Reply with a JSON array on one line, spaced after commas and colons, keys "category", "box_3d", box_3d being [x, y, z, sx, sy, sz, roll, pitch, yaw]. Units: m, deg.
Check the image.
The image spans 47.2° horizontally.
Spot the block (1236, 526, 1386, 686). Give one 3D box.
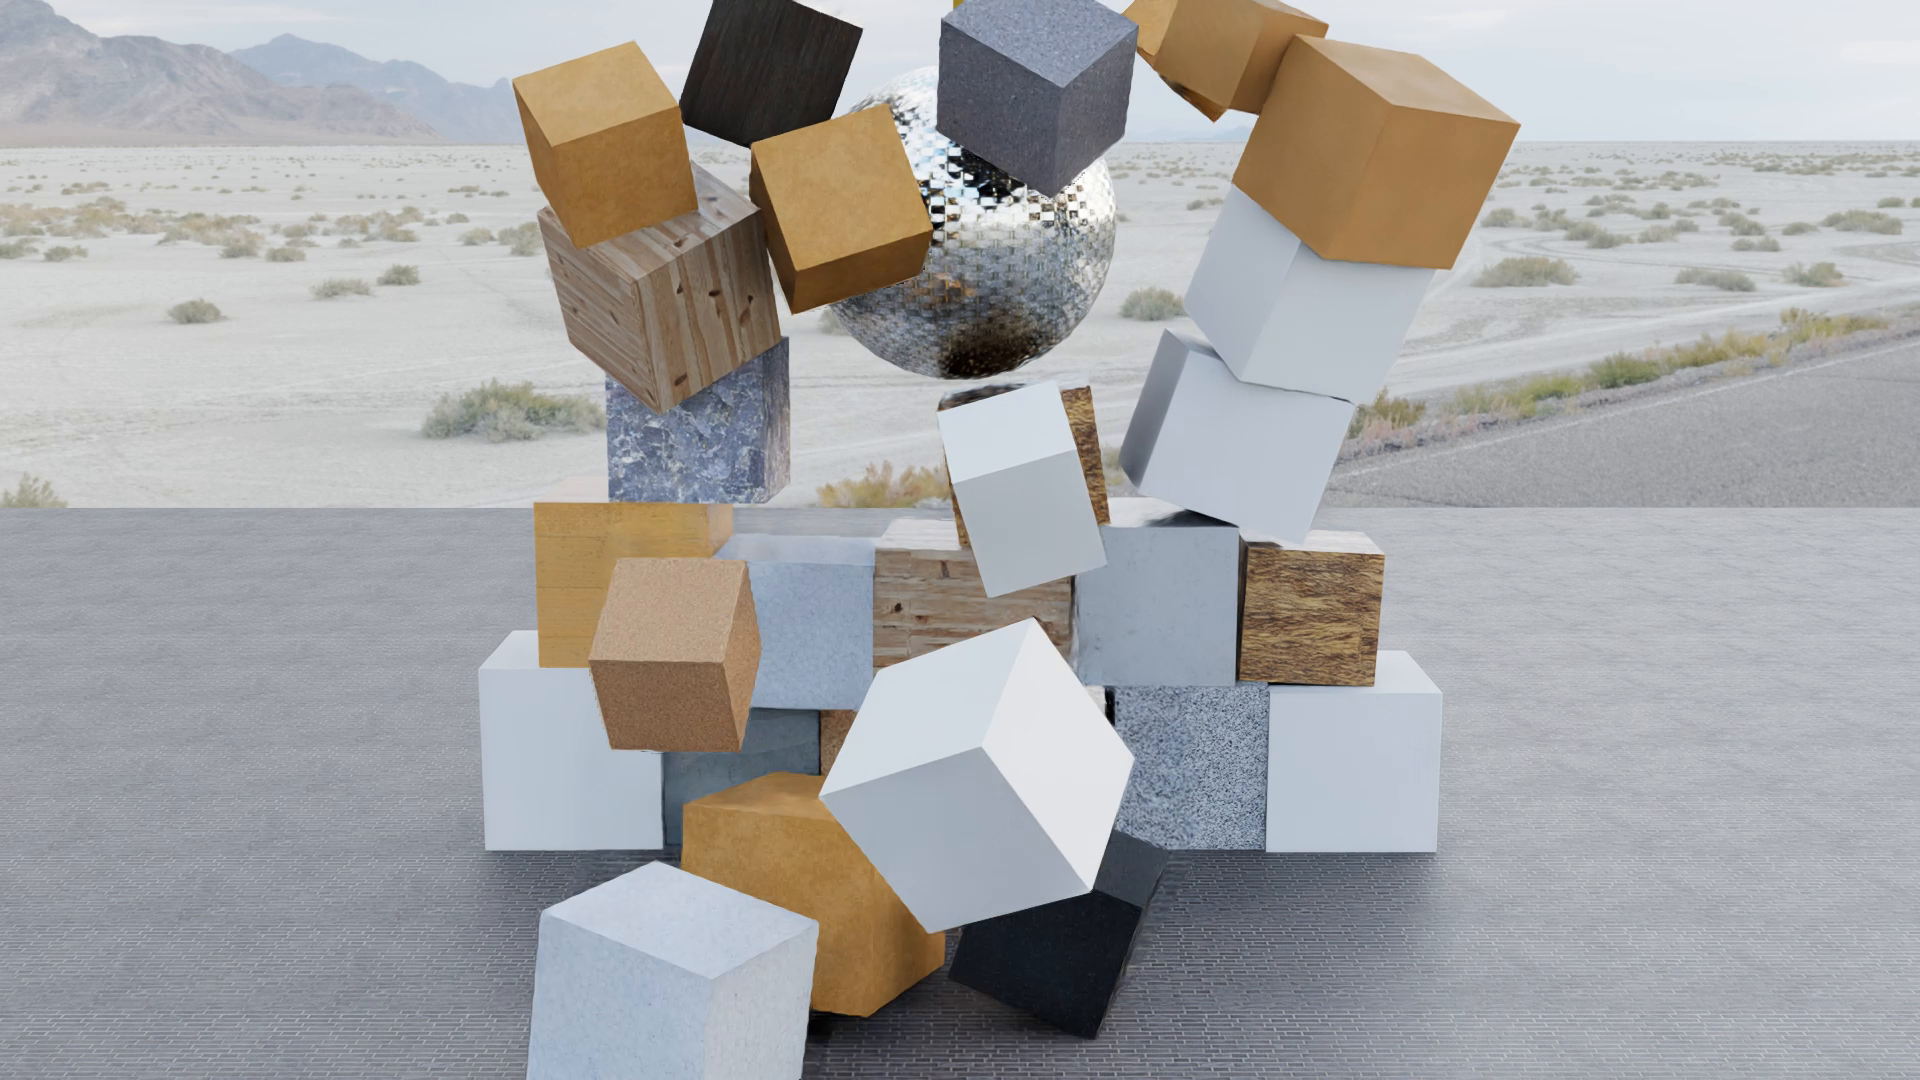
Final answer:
[{"category": "block", "box_3d": [1.748, 0.330, 11.216, 0.674, 0.672, 0.629, 3, 10, 0]}]

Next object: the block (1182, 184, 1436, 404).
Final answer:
[{"category": "block", "box_3d": [1.677, -1.232, 10.660, 0.762, 0.761, 0.755, 7, 31, -24]}]

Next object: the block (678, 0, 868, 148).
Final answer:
[{"category": "block", "box_3d": [-0.923, -2.324, 10.792, 0.708, 0.735, 0.582, 20, 18, -8]}]

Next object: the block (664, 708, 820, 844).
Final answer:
[{"category": "block", "box_3d": [-1.095, 1.105, 11.398, 0.777, 0.748, 0.724, 0, 10, 0]}]

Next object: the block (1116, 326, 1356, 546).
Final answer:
[{"category": "block", "box_3d": [1.364, -0.532, 11.034, 0.861, 0.733, 0.830, 18, 12, -7]}]

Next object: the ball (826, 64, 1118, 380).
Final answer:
[{"category": "ball", "box_3d": [0.000, -1.614, 11.193, 1.600, 1.600, 1.600, 0, 10, 0]}]

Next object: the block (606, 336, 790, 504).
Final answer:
[{"category": "block", "box_3d": [-1.296, -0.615, 10.998, 0.775, 0.754, 0.697, 1, 10, 6]}]

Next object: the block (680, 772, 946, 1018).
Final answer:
[{"category": "block", "box_3d": [-0.584, 1.436, 9.105, 0.818, 0.753, 0.947, 4, 3, 18]}]

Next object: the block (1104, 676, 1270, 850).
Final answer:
[{"category": "block", "box_3d": [1.150, 1.065, 11.352, 0.759, 0.843, 0.812, 0, 10, 0]}]

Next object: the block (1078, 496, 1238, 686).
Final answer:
[{"category": "block", "box_3d": [0.989, 0.249, 11.186, 0.774, 0.802, 0.787, 0, 12, 3]}]

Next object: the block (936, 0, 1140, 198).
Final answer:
[{"category": "block", "box_3d": [0.340, -2.091, 9.977, 0.676, 0.654, 0.562, 34, 58, 21]}]

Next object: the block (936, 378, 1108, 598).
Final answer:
[{"category": "block", "box_3d": [0.263, -0.220, 9.366, 0.528, 0.613, 0.563, -16, 35, 3]}]

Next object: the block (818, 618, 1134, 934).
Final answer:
[{"category": "block", "box_3d": [0.073, 0.833, 7.733, 0.697, 0.696, 0.676, -20, 27, 32]}]

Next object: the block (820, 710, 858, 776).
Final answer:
[{"category": "block", "box_3d": [-0.311, 1.126, 11.361, 0.760, 0.720, 0.712, 0, 10, 1]}]

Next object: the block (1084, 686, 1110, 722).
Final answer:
[{"category": "block", "box_3d": [0.413, 1.155, 11.379, 0.676, 0.656, 0.687, 0, 10, 0]}]

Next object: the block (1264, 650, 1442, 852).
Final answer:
[{"category": "block", "box_3d": [1.955, 1.075, 11.368, 0.851, 0.817, 0.923, 0, 10, 0]}]

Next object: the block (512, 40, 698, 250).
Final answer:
[{"category": "block", "box_3d": [-1.600, -1.787, 9.935, 0.589, 0.571, 0.579, -22, 49, -15]}]

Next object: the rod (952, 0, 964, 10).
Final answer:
[{"category": "rod", "box_3d": [0.000, -4.925, 10.418, 0.080, 5.200, 0.080, 0, 13, 0]}]

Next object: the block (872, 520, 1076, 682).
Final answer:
[{"category": "block", "box_3d": [0.088, 0.388, 11.082, 0.953, 0.832, 0.808, 2, 11, 5]}]

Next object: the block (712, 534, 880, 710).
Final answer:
[{"category": "block", "box_3d": [-0.803, 0.403, 11.116, 0.802, 0.729, 0.760, 2, 10, 3]}]

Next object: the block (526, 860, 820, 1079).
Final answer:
[{"category": "block", "box_3d": [-1.027, 1.684, 7.859, 0.743, 0.736, 0.643, 15, 16, 28]}]

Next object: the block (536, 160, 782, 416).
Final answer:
[{"category": "block", "box_3d": [-1.401, -1.234, 10.339, 0.737, 0.798, 0.737, -35, 53, -25]}]

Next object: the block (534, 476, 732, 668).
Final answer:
[{"category": "block", "box_3d": [-1.641, 0.150, 11.210, 0.855, 0.828, 0.851, 0, 10, 2]}]

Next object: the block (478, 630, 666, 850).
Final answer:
[{"category": "block", "box_3d": [-1.935, 1.018, 11.359, 0.886, 0.933, 0.869, 0, 10, 0]}]

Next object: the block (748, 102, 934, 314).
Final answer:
[{"category": "block", "box_3d": [-0.555, -1.497, 10.024, 0.637, 0.615, 0.693, -18, -8, -9]}]

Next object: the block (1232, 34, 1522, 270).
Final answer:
[{"category": "block", "box_3d": [1.915, -1.791, 10.187, 0.824, 0.754, 0.752, 0, 35, -35]}]

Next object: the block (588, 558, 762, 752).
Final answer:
[{"category": "block", "box_3d": [-1.179, 0.479, 9.217, 0.551, 0.543, 0.599, 1, 43, 6]}]

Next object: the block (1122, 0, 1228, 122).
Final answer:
[{"category": "block", "box_3d": [1.186, -2.500, 10.891, 0.517, 0.516, 0.498, 38, 10, -36]}]

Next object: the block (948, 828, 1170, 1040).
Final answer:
[{"category": "block", "box_3d": [0.407, 1.517, 8.918, 0.631, 0.613, 0.590, 21, 19, 10]}]

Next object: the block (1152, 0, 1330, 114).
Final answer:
[{"category": "block", "box_3d": [1.310, -2.304, 10.275, 0.491, 0.480, 0.509, 36, 25, 34]}]

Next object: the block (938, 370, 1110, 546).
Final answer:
[{"category": "block", "box_3d": [0.323, -0.418, 10.949, 0.744, 0.680, 0.653, -9, 11, 4]}]
